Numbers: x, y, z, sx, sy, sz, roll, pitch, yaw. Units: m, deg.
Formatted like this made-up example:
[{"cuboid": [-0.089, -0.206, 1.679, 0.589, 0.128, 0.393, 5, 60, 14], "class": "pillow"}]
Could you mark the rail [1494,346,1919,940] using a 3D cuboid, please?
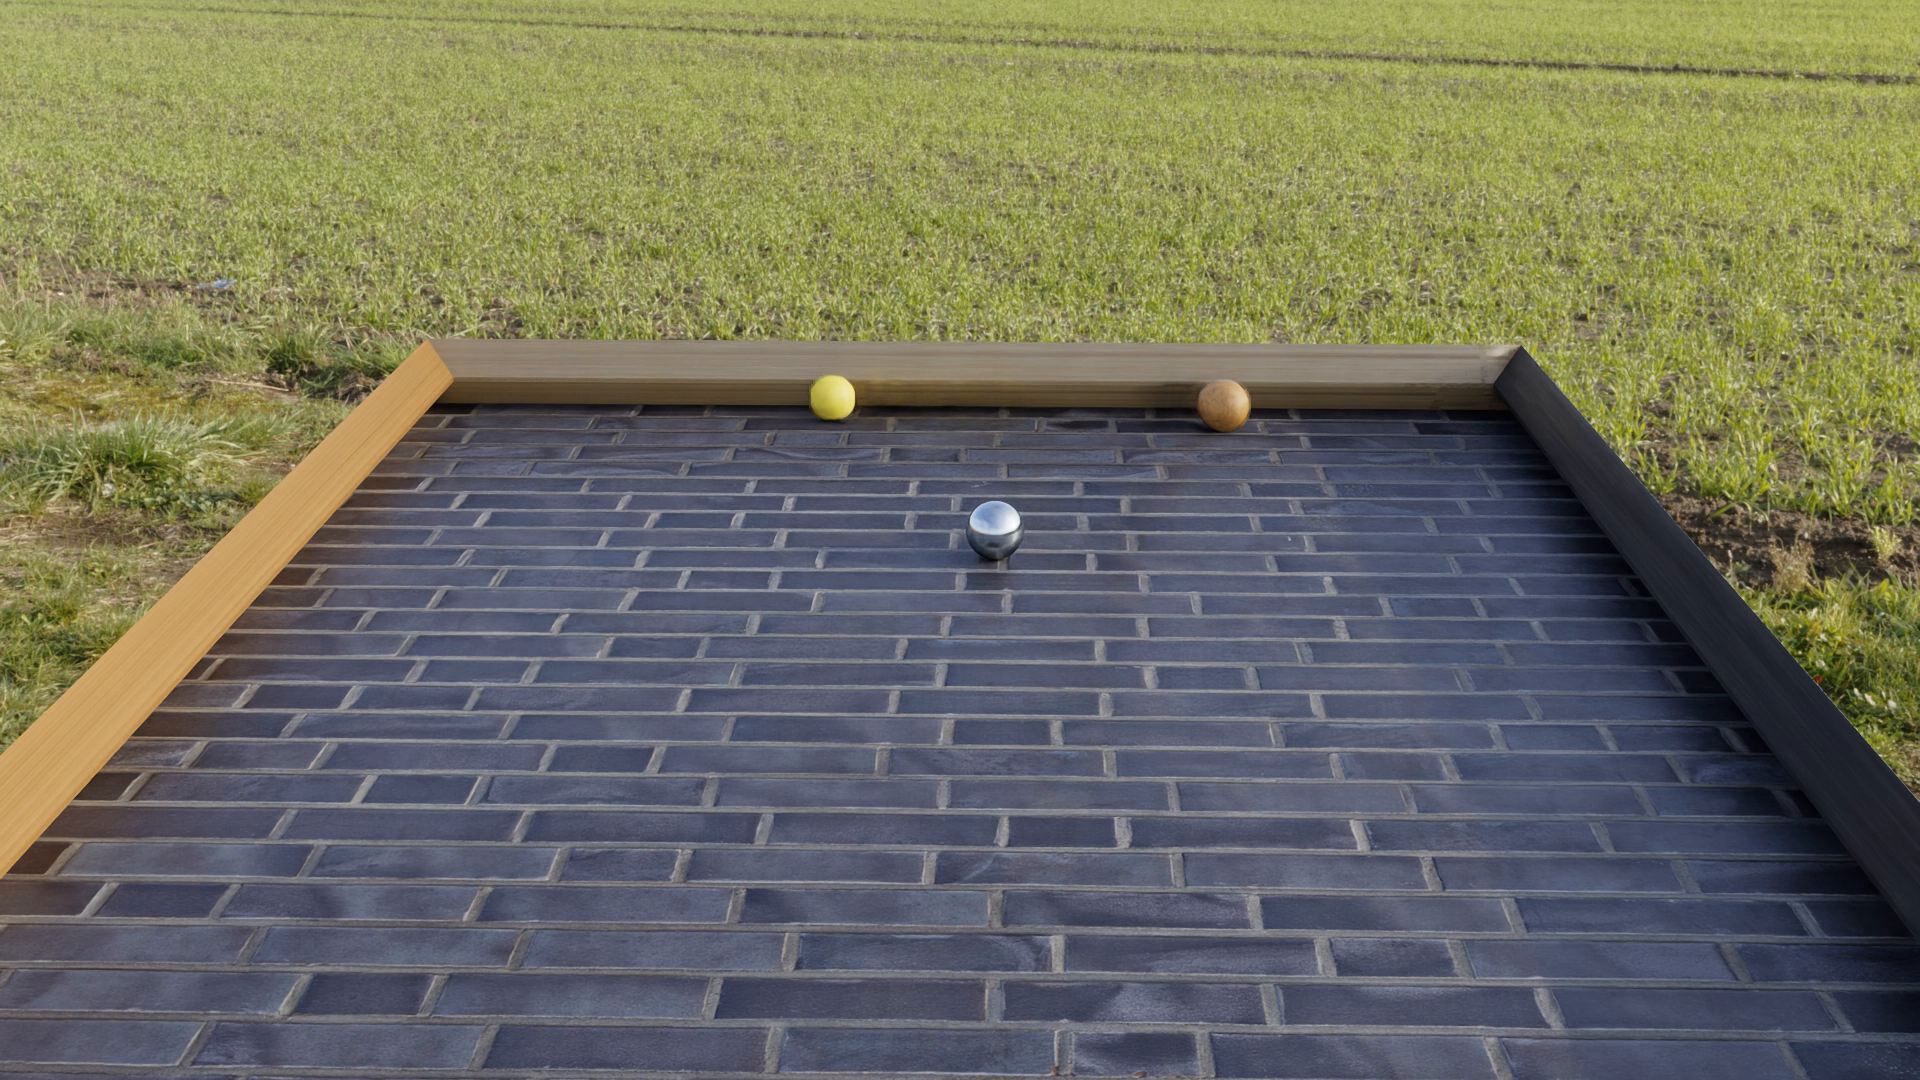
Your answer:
[{"cuboid": [0.720, 0.214, 1.797, 0.045, 0.091, 2.645, 0, 19, 1], "class": "rail"}]

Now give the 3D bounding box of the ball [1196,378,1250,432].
[{"cuboid": [0.353, -0.181, 2.953, 0.070, 0.070, 0.070, 0, 19, 0], "class": "ball"}]

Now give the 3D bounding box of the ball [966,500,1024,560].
[{"cuboid": [0.039, -0.011, 2.476, 0.066, 0.066, 0.066, 0, 19, 0], "class": "ball"}]

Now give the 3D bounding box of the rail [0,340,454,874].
[{"cuboid": [-0.751, 0.203, 1.830, 0.045, 0.091, 2.645, 0, 19, 1], "class": "rail"}]

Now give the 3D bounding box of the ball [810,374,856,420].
[{"cuboid": [-0.173, -0.194, 2.999, 0.063, 0.063, 0.063, 0, 19, 0], "class": "ball"}]

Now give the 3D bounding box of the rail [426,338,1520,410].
[{"cuboid": [0.015, -0.224, 3.038, 1.519, 0.091, 0.045, 0, 19, 1], "class": "rail"}]
